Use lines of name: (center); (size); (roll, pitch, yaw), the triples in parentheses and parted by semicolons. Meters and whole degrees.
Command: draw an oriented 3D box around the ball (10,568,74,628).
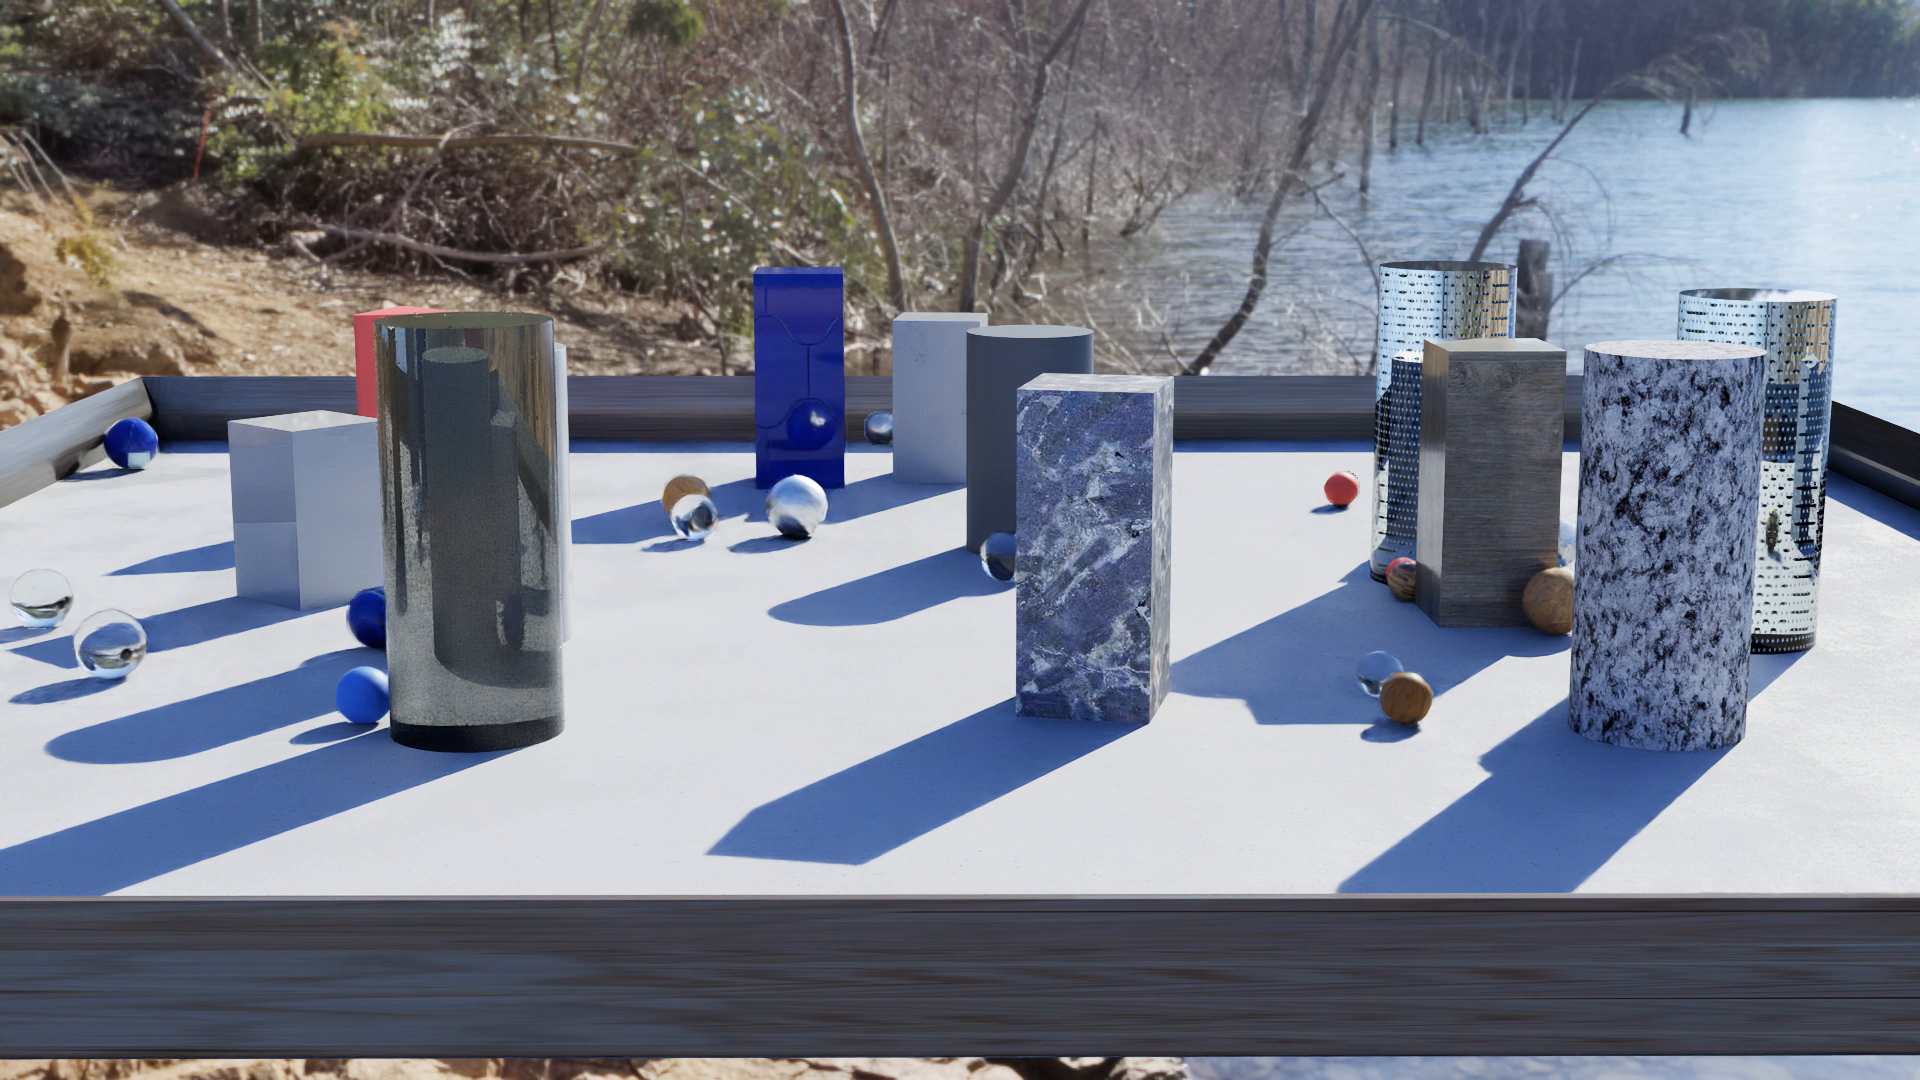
ball: (-1.197, 0.075, 3.344); (0.078, 0.078, 0.078); (0, 11, 0)

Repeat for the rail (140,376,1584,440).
rail: (-0.009, -0.254, 4.984); (3.169, 0.124, 0.045); (0, 11, 0)

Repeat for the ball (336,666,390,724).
ball: (-0.664, 0.173, 2.861); (0.064, 0.064, 0.064); (0, 11, 0)

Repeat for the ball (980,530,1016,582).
ball: (0.065, 0.023, 3.640); (0.074, 0.074, 0.074); (0, 11, 0)

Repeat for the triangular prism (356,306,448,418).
triangular prism: (-0.900, -0.211, 4.196); (0.165, 0.331, 0.143); (-3, 11, -15)

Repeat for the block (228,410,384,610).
block: (-0.893, -0.044, 3.534); (0.152, 0.243, 0.152); (9, 14, 41)

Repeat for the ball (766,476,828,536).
ball: (-0.254, -0.053, 3.986); (0.095, 0.095, 0.095); (0, 11, 0)

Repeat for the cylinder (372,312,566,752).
cylinder: (-0.532, -0.013, 2.794); (0.190, 0.454, 0.190); (0, 11, 0)

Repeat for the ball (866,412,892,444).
ball: (-0.151, -0.216, 4.948); (0.063, 0.063, 0.063); (0, 11, 0)

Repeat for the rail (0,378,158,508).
rail: (-1.561, 0.033, 3.440); (0.045, 0.124, 3.170); (0, 11, 0)

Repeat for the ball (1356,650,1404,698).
ball: (0.487, 0.156, 2.977); (0.055, 0.055, 0.055); (0, 11, 0)

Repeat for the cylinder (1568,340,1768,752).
cylinder: (0.771, 0.002, 2.804); (0.190, 0.421, 0.190); (0, 11, 0)

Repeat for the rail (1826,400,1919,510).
rail: (1.561, 0.030, 3.458); (0.045, 0.124, 3.170); (0, 11, 0)

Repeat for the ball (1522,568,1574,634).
ball: (0.767, 0.079, 3.303); (0.087, 0.087, 0.087); (0, 11, 0)

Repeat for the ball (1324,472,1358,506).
ball: (0.634, -0.085, 4.266); (0.056, 0.056, 0.056); (0, 11, 0)

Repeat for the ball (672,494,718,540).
ball: (-0.409, -0.035, 3.956); (0.072, 0.072, 0.072); (0, 11, 0)

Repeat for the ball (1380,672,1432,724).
ball: (0.497, 0.176, 2.860); (0.058, 0.058, 0.058); (0, 11, 0)

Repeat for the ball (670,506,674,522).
ball: (-0.436, -0.039, 4.052); (0.044, 0.044, 0.044); (0, 11, 0)

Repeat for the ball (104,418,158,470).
ball: (-1.500, -0.175, 4.643); (0.094, 0.094, 0.094); (0, 11, 0)

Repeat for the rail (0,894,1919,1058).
rail: (0.009, 0.318, 1.914); (3.169, 0.124, 0.045); (0, 11, 0)

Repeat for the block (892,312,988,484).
block: (-0.034, -0.253, 4.544); (0.152, 0.285, 0.152); (1, 11, 6)

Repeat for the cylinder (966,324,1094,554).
cylinder: (0.105, -0.150, 3.868); (0.190, 0.330, 0.190); (0, 11, 0)

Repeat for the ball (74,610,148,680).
ball: (-1.015, 0.125, 3.065); (0.084, 0.084, 0.084); (0, 11, 0)

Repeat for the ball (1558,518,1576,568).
ball: (0.867, 0.004, 3.737); (0.075, 0.075, 0.075); (0, 11, 0)

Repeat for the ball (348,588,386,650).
ball: (-0.730, 0.098, 3.224); (0.078, 0.078, 0.078); (0, 11, 0)

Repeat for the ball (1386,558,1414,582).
ball: (0.617, 0.048, 3.570); (0.049, 0.049, 0.049); (0, 11, 0)

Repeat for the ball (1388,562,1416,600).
ball: (0.614, 0.056, 3.519); (0.053, 0.053, 0.053); (0, 11, 0)

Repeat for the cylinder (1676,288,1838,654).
cylinder: (0.998, -0.091, 3.250); (0.190, 0.440, 0.190); (0, 11, 0)

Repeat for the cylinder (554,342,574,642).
cylinder: (-0.592, -0.059, 3.263); (0.190, 0.372, 0.190); (0, 11, 0)

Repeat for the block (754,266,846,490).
block: (-0.278, -0.284, 4.476); (0.152, 0.371, 0.152); (0, 11, -2)

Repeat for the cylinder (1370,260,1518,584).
cylinder: (0.683, -0.165, 3.632); (0.190, 0.445, 0.190); (0, 11, 0)

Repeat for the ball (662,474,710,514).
ball: (-0.439, -0.068, 4.120); (0.076, 0.076, 0.076); (0, 11, 0)

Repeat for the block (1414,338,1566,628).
block: (0.699, -0.078, 3.393); (0.152, 0.362, 0.152); (0, 11, -2)

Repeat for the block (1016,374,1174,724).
block: (0.154, 0.006, 2.918); (0.152, 0.371, 0.152); (2, 11, 13)
